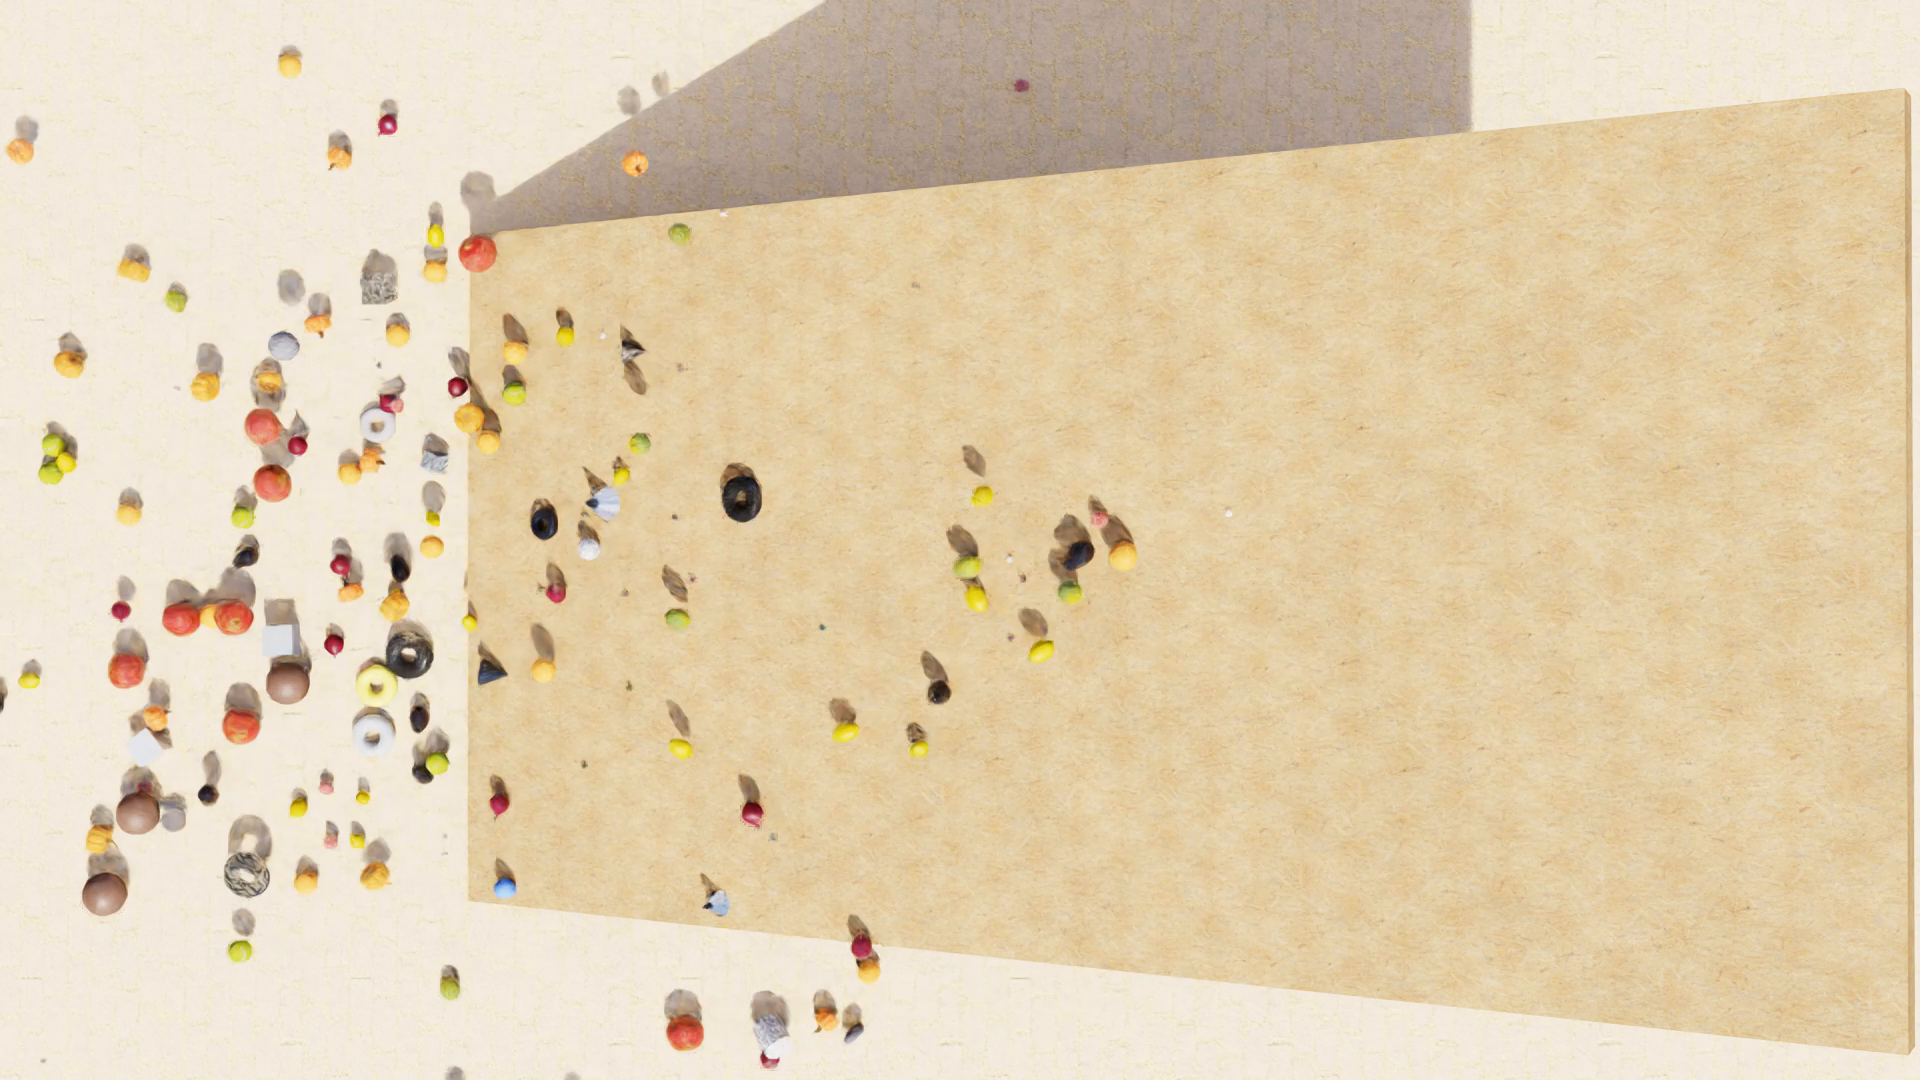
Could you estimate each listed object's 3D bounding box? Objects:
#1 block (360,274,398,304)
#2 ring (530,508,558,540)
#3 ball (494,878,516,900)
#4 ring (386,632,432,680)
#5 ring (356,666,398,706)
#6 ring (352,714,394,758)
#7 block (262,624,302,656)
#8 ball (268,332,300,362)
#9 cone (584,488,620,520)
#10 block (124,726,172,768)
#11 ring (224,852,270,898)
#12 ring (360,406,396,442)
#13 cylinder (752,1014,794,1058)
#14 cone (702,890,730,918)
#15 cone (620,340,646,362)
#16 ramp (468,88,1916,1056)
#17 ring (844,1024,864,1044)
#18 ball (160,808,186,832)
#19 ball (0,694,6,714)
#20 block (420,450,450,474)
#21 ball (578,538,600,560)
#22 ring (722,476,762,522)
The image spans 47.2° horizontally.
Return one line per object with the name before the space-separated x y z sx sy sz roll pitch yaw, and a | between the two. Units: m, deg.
block | -1.755 -0.758 6.638 0.079 0.079 0.079 -6 88 -37
ring | -1.215 -0.048 6.427 0.098 0.033 0.098 0 91 31
ball | -1.340 1.028 6.475 0.062 0.062 0.062 0 89 0
ring | -1.667 0.350 6.654 0.147 0.049 0.147 1 101 4
ring | -1.767 0.442 6.662 0.127 0.042 0.127 0 91 0
ring | -1.777 0.593 6.660 0.131 0.044 0.131 0 91 0
block | -2.049 0.302 6.639 0.090 0.090 0.090 -2 89 0
ball | -1.988 -0.569 6.462 0.088 0.088 0.088 0 89 0
cone | -1.040 -0.105 6.285 0.097 0.097 0.097 0 89 31
block | -2.450 0.623 6.638 0.086 0.086 0.086 -37 90 0
ring | -2.136 1.003 6.583 0.143 0.048 0.143 2 105 8
ring | -1.766 -0.350 6.672 0.112 0.037 0.112 0 88 1
cylinder | -0.563 1.491 6.606 0.094 0.094 0.094 -39 52 0
cone | -0.688 1.010 6.076 0.076 0.076 0.076 0 89 31
cone | -0.922 -0.537 6.257 0.069 0.069 0.069 2 89 4
ramp | 0.266 0.073 5.615 4.000 0.100 2.000 0 89 31
ring | -0.319 1.488 6.630 0.078 0.078 0.026 -43 90 0
ball | -2.375 0.846 6.642 0.075 0.075 0.075 0 89 0
ball | -2.934 0.495 6.634 0.096 0.096 0.096 0 89 0
block | -1.587 -0.236 6.644 0.054 0.054 0.054 25 103 31
ball | -1.066 0.027 6.319 0.063 0.063 0.063 0 89 0
ring | -0.600 -0.113 6.053 0.131 0.044 0.131 0 91 31
